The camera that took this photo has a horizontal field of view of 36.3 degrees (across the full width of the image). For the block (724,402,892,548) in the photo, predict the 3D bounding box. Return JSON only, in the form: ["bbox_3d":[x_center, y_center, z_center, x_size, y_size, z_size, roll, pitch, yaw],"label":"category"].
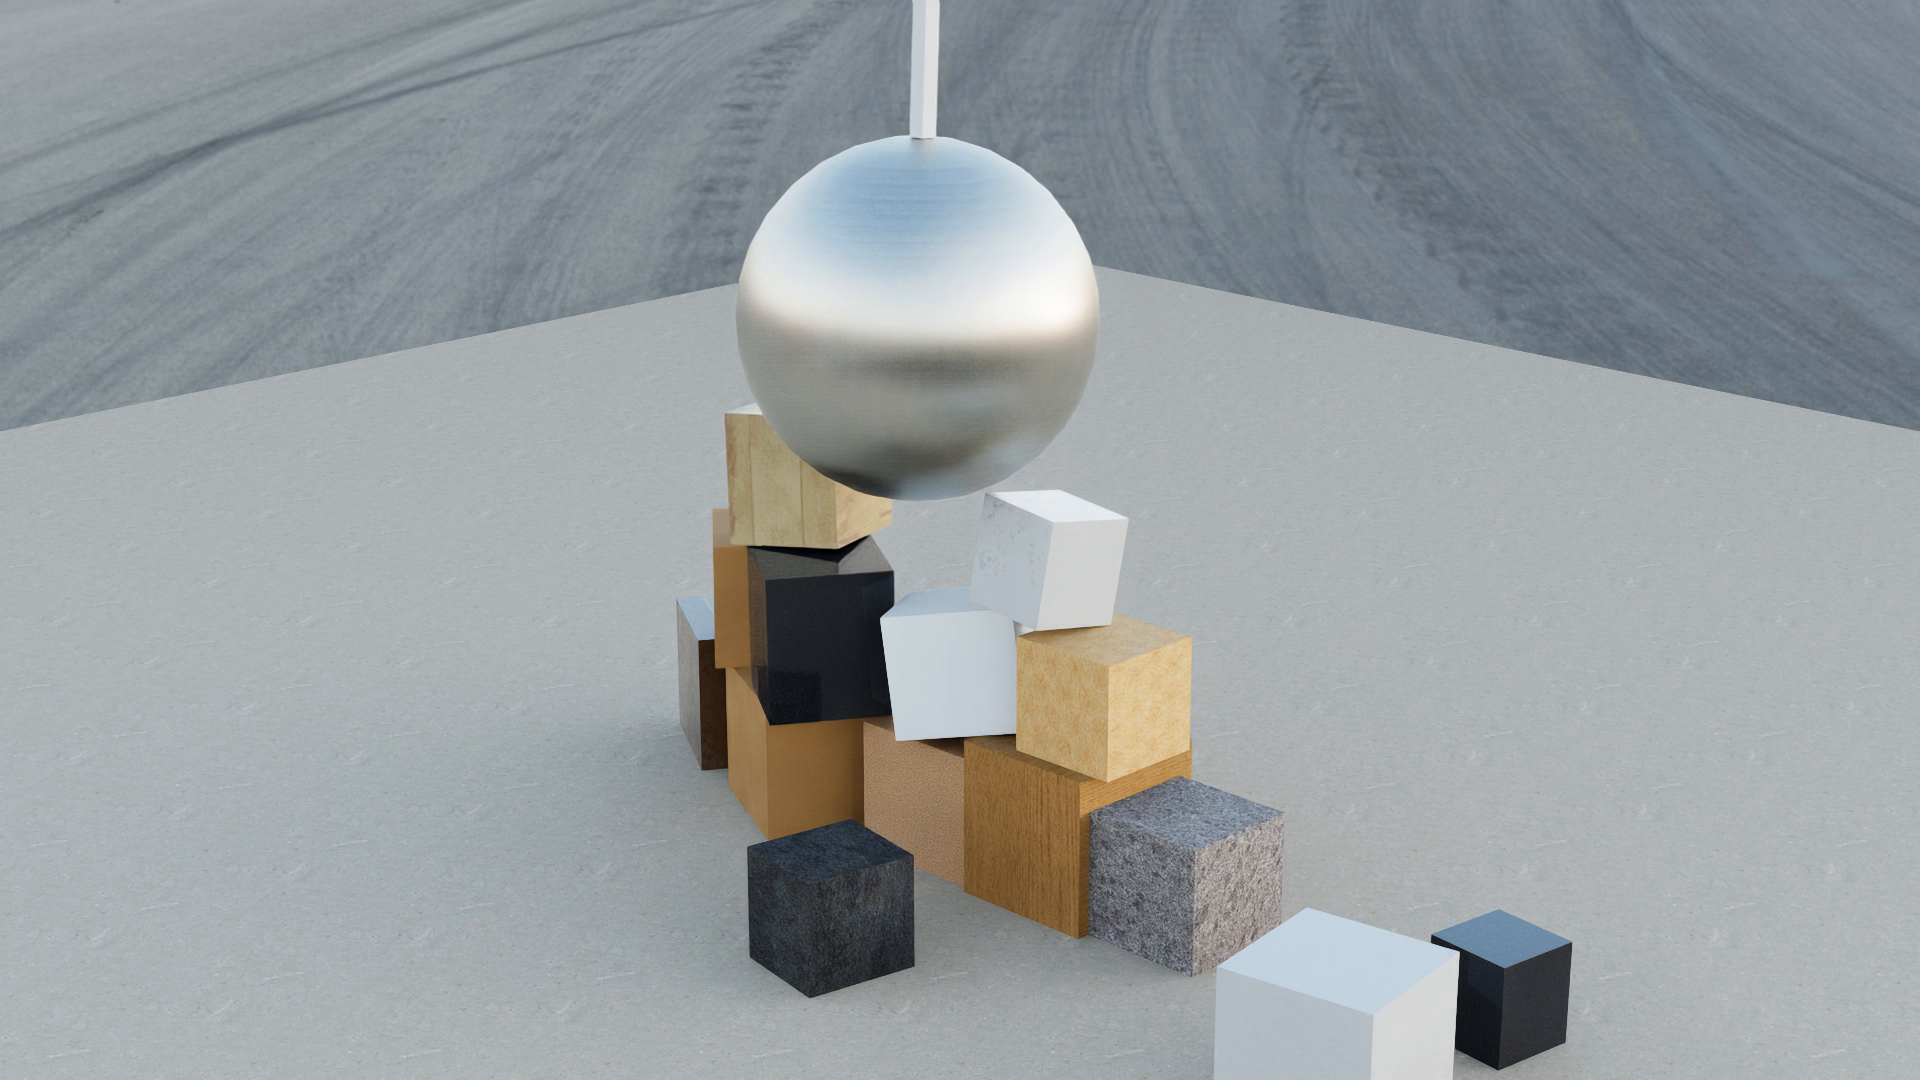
[{"bbox_3d":[-0.710,-0.335,13.862,0.550,0.619,0.641,3,12,22],"label":"block"}]

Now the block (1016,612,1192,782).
[{"bbox_3d":[0.630,0.674,12.869,0.541,0.530,0.541,17,24,42],"label":"block"}]

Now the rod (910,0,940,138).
[{"bbox_3d":[-0.080,-4.239,11.926,0.080,5.200,0.080,17,21,42],"label":"rod"}]

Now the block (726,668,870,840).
[{"bbox_3d":[-0.692,0.960,14.170,0.704,0.671,0.712,-6,18,-19],"label":"block"}]

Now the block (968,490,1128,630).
[{"bbox_3d":[0.388,0.084,12.909,0.439,0.488,0.467,-3,18,-40],"label":"block"}]

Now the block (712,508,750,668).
[{"bbox_3d":[-0.911,0.226,14.309,0.580,0.619,0.567,-1,20,-5],"label":"block"}]

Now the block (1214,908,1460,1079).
[{"bbox_3d":[1.446,1.895,11.284,0.676,0.619,0.670,13,21,35],"label":"block"}]

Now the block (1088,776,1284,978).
[{"bbox_3d":[0.982,1.453,12.751,0.590,0.581,0.600,-17,24,-42],"label":"block"}]

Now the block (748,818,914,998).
[{"bbox_3d":[-0.550,1.564,12.506,0.529,0.517,0.484,-12,21,-33],"label":"block"}]

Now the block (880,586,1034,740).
[{"bbox_3d":[0.035,0.547,13.343,0.606,0.569,0.560,-5,11,15],"label":"block"}]

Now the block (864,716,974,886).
[{"bbox_3d":[0.019,1.144,13.658,0.687,0.627,0.633,17,24,42],"label":"block"}]

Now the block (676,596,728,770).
[{"bbox_3d":[-1.032,0.700,14.966,0.713,0.691,0.678,-4,18,-14],"label":"block"}]

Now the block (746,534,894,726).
[{"bbox_3d":[-0.646,0.409,13.632,0.588,0.698,0.605,-4,17,-11],"label":"block"}]

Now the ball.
[{"bbox_3d":[-0.185,-0.967,12.844,1.600,1.600,1.600,0,17,0],"label":"ball"}]

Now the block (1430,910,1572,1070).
[{"bbox_3d":[2.175,1.811,11.838,0.397,0.447,0.395,-13,22,-36],"label":"block"}]

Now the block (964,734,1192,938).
[{"bbox_3d":[0.527,1.240,13.174,0.735,0.734,0.705,-17,24,-42],"label":"block"}]
